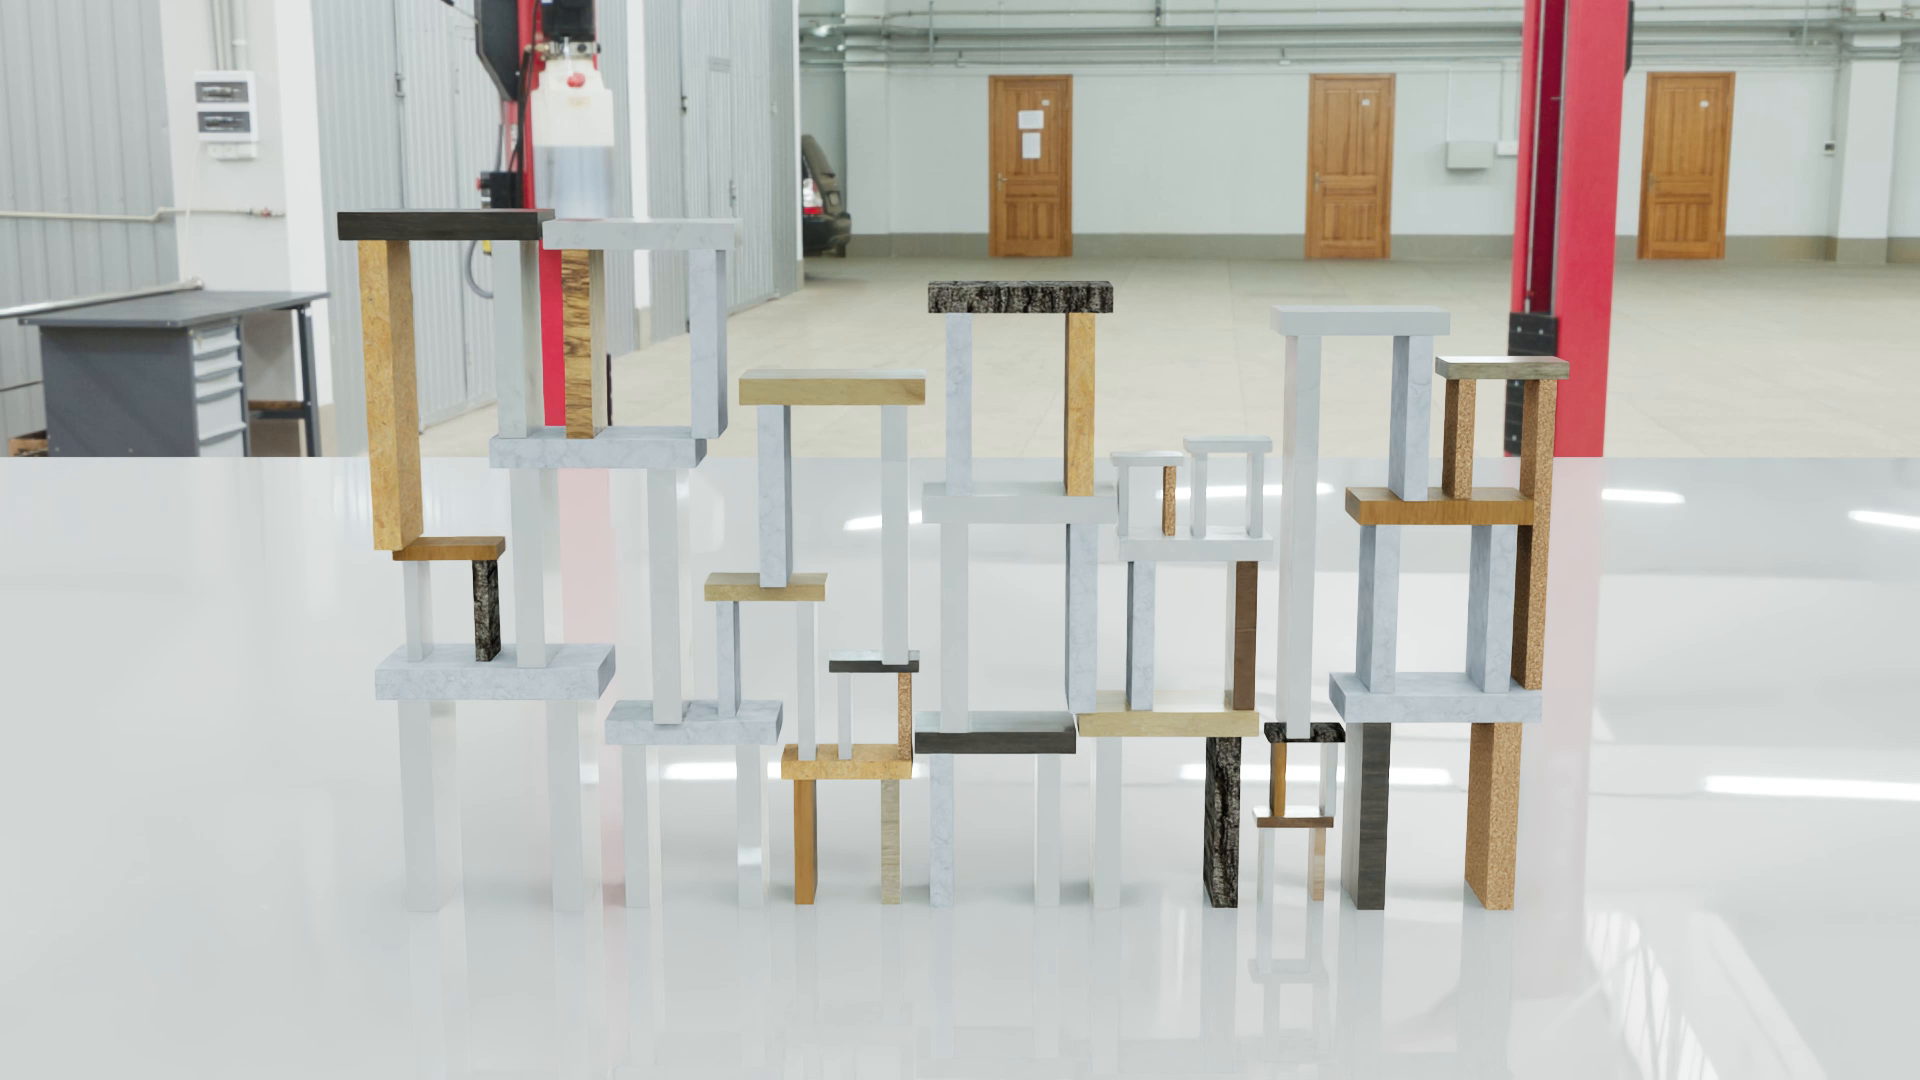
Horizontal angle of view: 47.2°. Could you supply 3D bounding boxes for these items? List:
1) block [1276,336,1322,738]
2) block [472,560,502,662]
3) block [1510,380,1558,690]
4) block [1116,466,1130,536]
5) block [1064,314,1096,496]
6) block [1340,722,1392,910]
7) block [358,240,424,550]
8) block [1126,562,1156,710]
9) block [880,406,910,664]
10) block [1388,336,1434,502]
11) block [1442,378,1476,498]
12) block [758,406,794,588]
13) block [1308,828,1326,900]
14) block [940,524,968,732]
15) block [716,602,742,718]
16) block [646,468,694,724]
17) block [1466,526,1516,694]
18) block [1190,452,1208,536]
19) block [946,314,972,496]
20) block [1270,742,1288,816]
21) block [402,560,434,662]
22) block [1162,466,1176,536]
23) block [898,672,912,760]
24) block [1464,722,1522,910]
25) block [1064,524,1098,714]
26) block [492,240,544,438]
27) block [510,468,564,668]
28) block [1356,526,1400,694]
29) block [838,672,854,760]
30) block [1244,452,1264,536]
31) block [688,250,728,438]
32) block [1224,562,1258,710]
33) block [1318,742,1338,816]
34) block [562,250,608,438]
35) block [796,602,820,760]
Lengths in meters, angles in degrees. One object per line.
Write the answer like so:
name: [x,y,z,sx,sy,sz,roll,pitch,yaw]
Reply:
block: [0.546,-0.011,3.556,0.037,0.650,0.131,0,11,0]
block: [-0.771,0.108,3.583,0.024,0.167,0.083,0,11,0]
block: [0.928,-0.014,3.562,0.027,0.505,0.095,0,11,0]
block: [0.262,-0.067,3.549,0.016,0.113,0.057,0,11,-1]
block: [0.190,-0.224,3.516,0.041,0.288,0.144,0,11,0]
block: [0.671,0.435,3.641,0.045,0.316,0.158,0,11,0]
block: [-0.909,-0.237,3.520,0.044,0.487,0.154,0,11,-1]
block: [0.295,0.143,3.590,0.035,0.246,0.123,0,11,0]
block: [-0.103,-0.019,3.559,0.041,0.418,0.146,0,11,0]
block: [0.721,-0.202,3.520,0.037,0.262,0.131,0,11,0]
block: [0.801,-0.168,3.533,0.027,0.191,0.095,0,11,0]
block: [-0.298,-0.081,3.549,0.041,0.292,0.146,0,11,0]
block: [0.592,0.529,3.653,0.018,0.126,0.063,0,11,0]
block: [-0.009,0.128,3.586,0.044,0.342,0.155,0,11,0]
block: [-0.378,0.185,3.595,0.027,0.194,0.097,0,11,0]
block: [-0.469,0.077,3.571,0.046,0.415,0.162,0,11,0]
block: [0.864,0.099,3.583,0.039,0.275,0.138,0,11,0]
block: [0.384,-0.078,3.546,0.019,0.136,0.068,0,11,0]
block: [-0.002,-0.224,3.516,0.041,0.288,0.144,0,11,0]
block: [0.525,0.387,3.632,0.018,0.125,0.063,0,11,0]
block: [-0.882,0.107,3.583,0.024,0.166,0.083,0,11,0]
block: [0.338,-0.068,3.551,0.016,0.113,0.057,0,11,0]
block: [-0.090,0.280,3.607,0.021,0.146,0.073,0,11,0]
block: [0.882,0.435,3.641,0.045,0.316,0.158,0,11,0]
block: [0.197,0.112,3.583,0.044,0.310,0.155,0,11,0]
block: [-0.703,-0.325,3.503,0.044,0.309,0.154,0,11,0]
block: [-0.684,0.032,3.563,0.046,0.323,0.162,0,11,0]
block: [0.680,0.099,3.583,0.039,0.275,0.138,0,11,0]
block: [-0.187,0.280,3.607,0.021,0.146,0.073,0,11,0]
block: [0.475,-0.078,3.546,0.019,0.136,0.068,0,11,0]
block: [-0.399,-0.318,3.500,0.042,0.295,0.148,0,11,0]
block: [0.458,0.143,3.590,0.035,0.246,0.123,0,11,0]
block: [0.609,0.387,3.632,0.018,0.125,0.063,0,11,0]
block: [-0.597,-0.318,3.500,0.042,0.295,0.148,0,11,0]
block: [-0.249,0.220,3.601,0.027,0.265,0.097,0,11,0]
